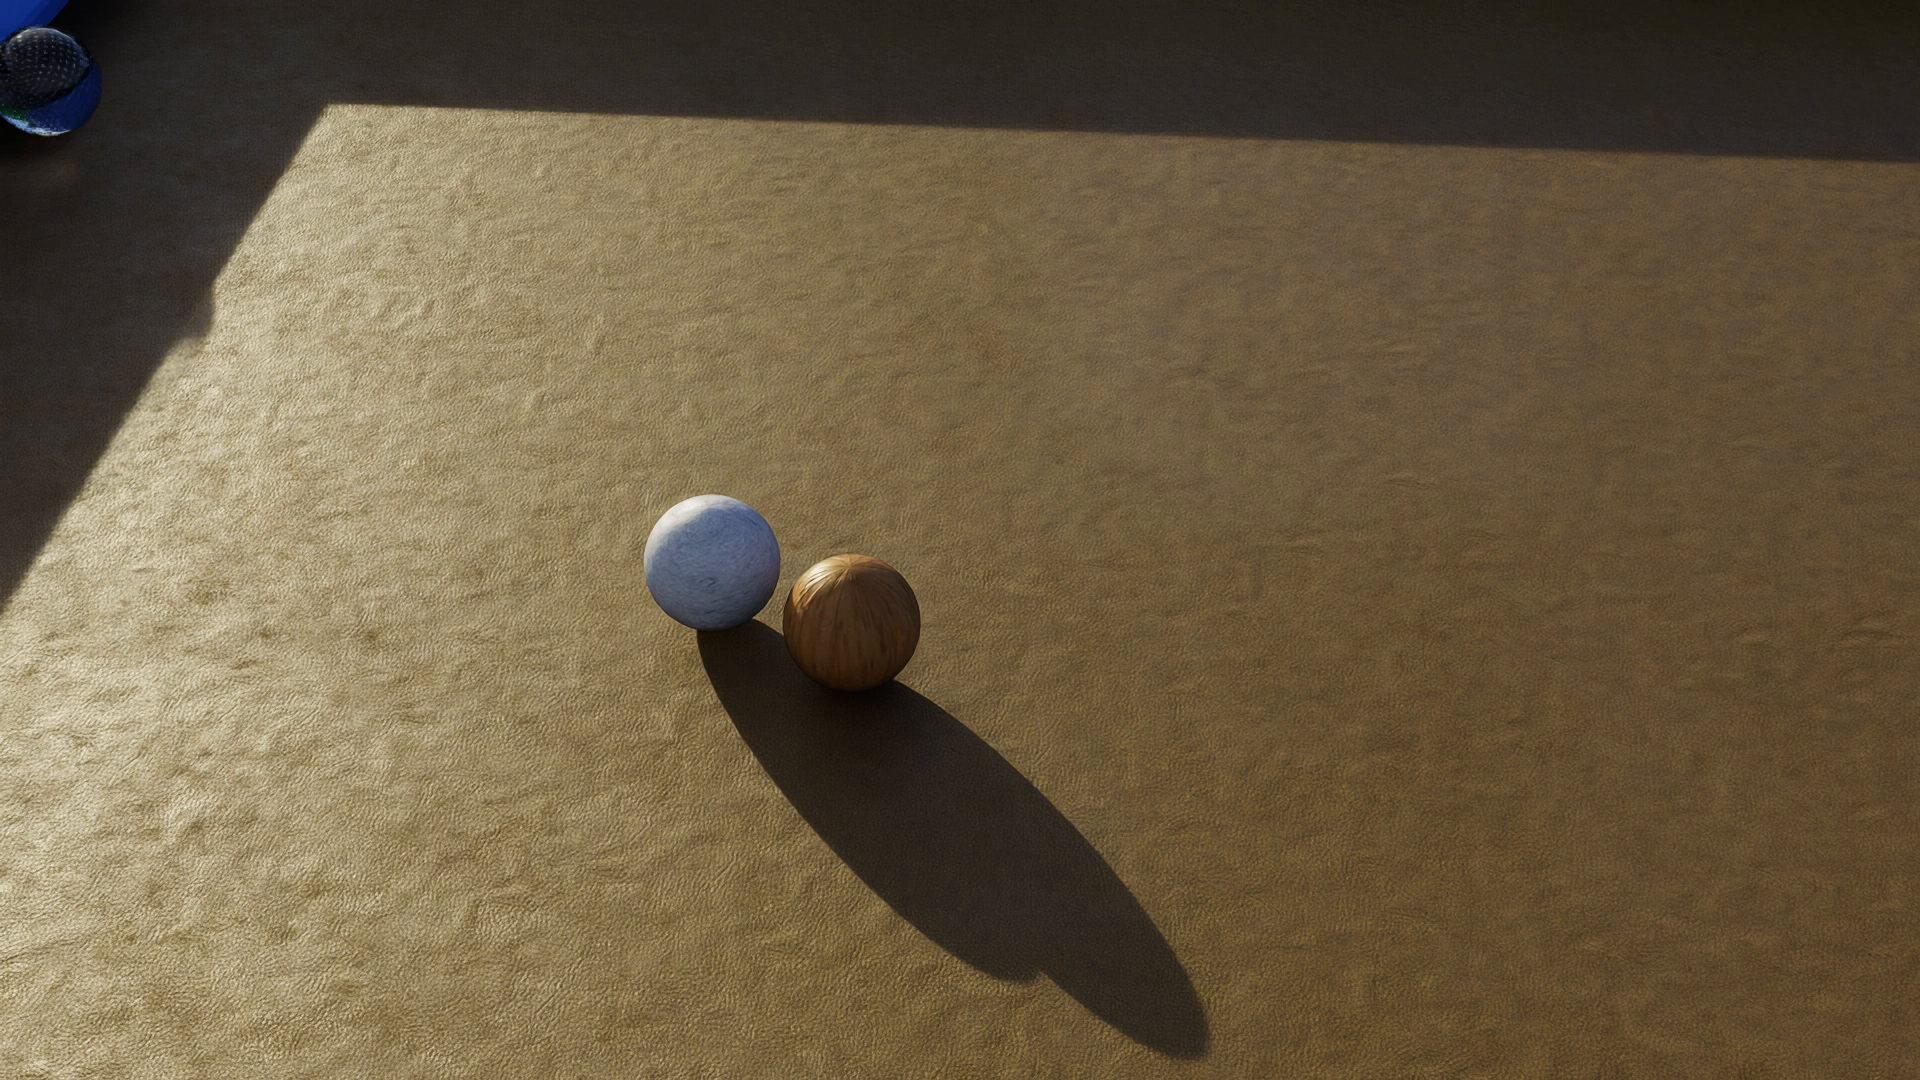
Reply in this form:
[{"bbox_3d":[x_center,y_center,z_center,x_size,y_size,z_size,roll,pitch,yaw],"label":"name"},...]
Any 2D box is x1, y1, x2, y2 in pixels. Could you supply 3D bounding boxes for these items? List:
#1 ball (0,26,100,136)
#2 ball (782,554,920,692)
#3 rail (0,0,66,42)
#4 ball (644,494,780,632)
[{"bbox_3d":[-0.805,-0.403,2.256,0.095,0.095,0.095,0,36,0],"label":"ball"},{"bbox_3d":[-0.069,0.052,1.624,0.088,0.088,0.088,0,36,0],"label":"ball"},{"bbox_3d":[-0.924,-0.063,1.754,0.045,0.123,2.258,3,36,4],"label":"rail"},{"bbox_3d":[-0.162,0.015,1.675,0.089,0.089,0.089,0,36,0],"label":"ball"}]
